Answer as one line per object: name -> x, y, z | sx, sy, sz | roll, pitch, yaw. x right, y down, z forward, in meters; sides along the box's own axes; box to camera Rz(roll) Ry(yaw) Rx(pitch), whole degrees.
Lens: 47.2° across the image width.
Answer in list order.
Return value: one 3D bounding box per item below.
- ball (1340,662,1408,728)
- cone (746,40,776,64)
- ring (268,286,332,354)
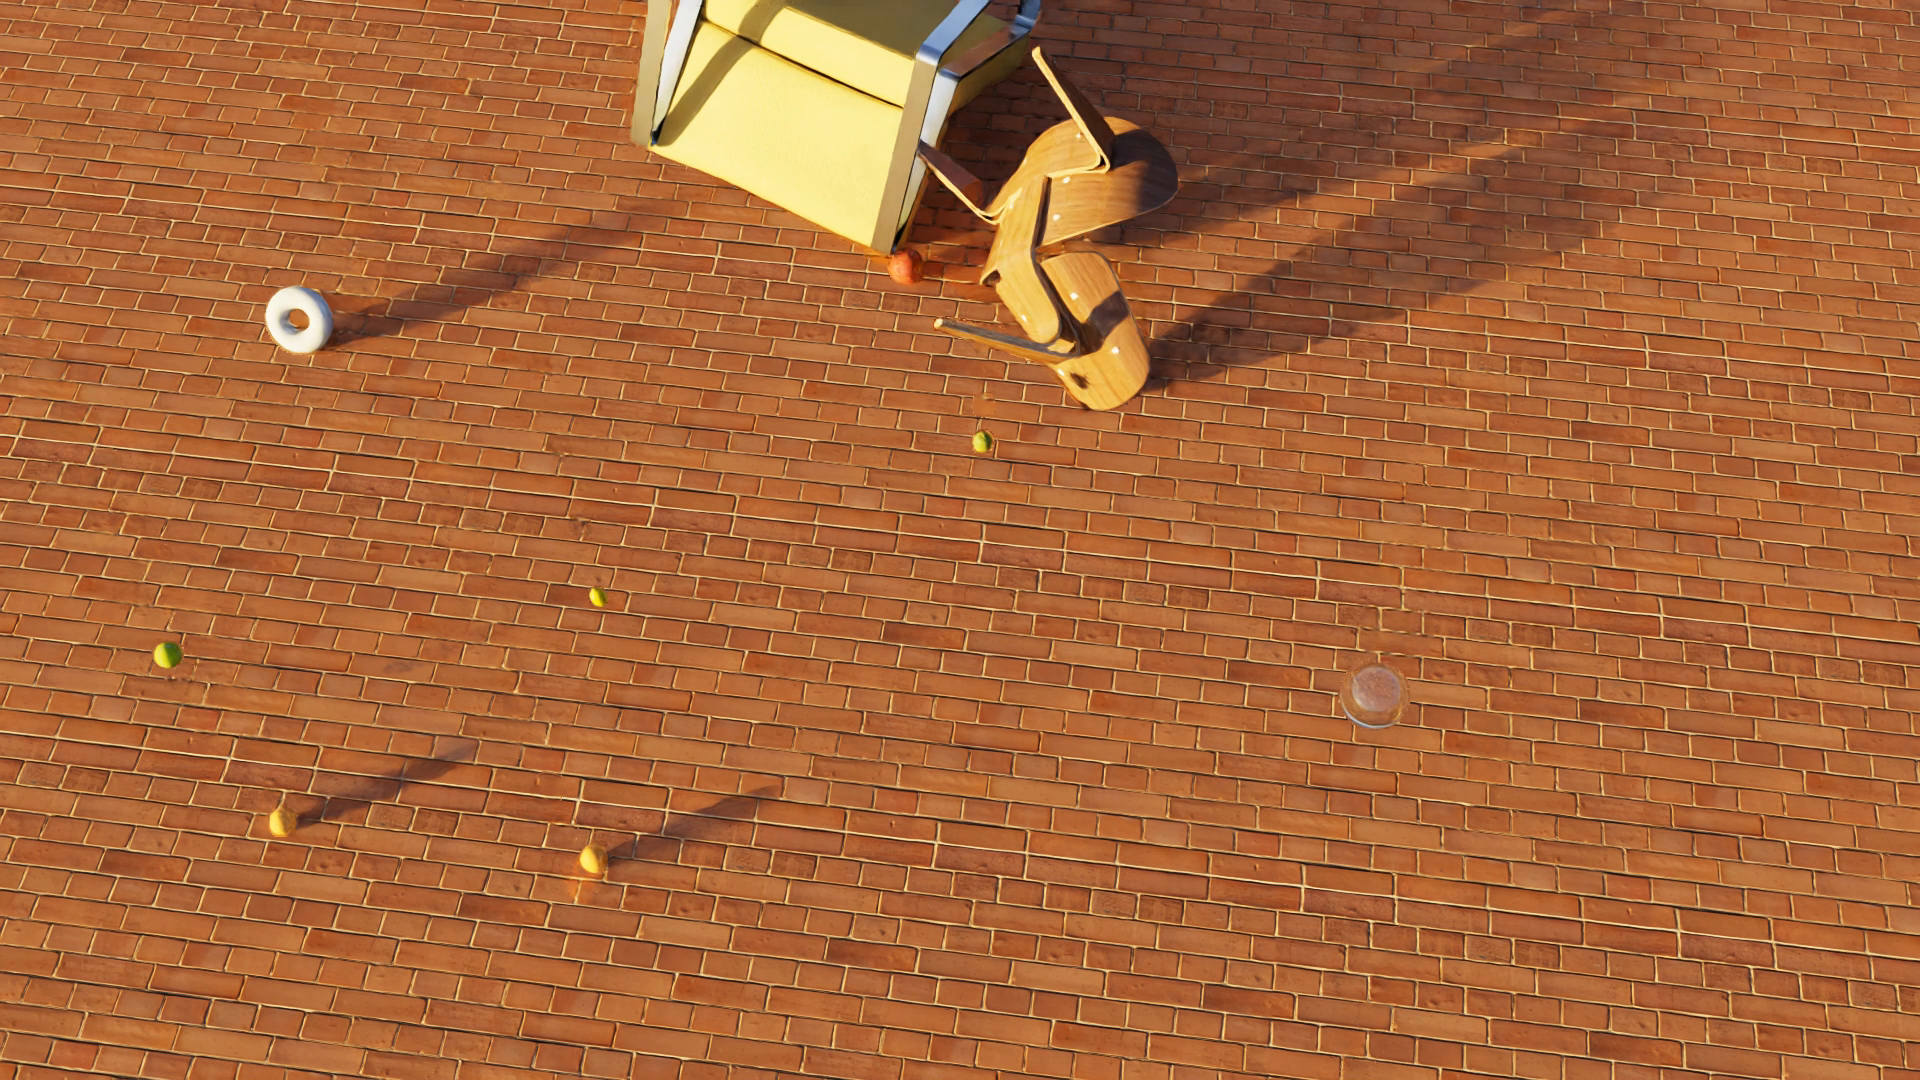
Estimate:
ball -> 1.087, 0.407, 5.770 | 0.175, 0.175, 0.175 | 0, 56, 0
cone -> -0.680, -1.709, 7.696 | 0.091, 0.083, 0.114 | -11, 19, -40
ring -> -2.080, -0.694, 6.929 | 0.217, 0.217, 0.066 | -4, 18, 10
